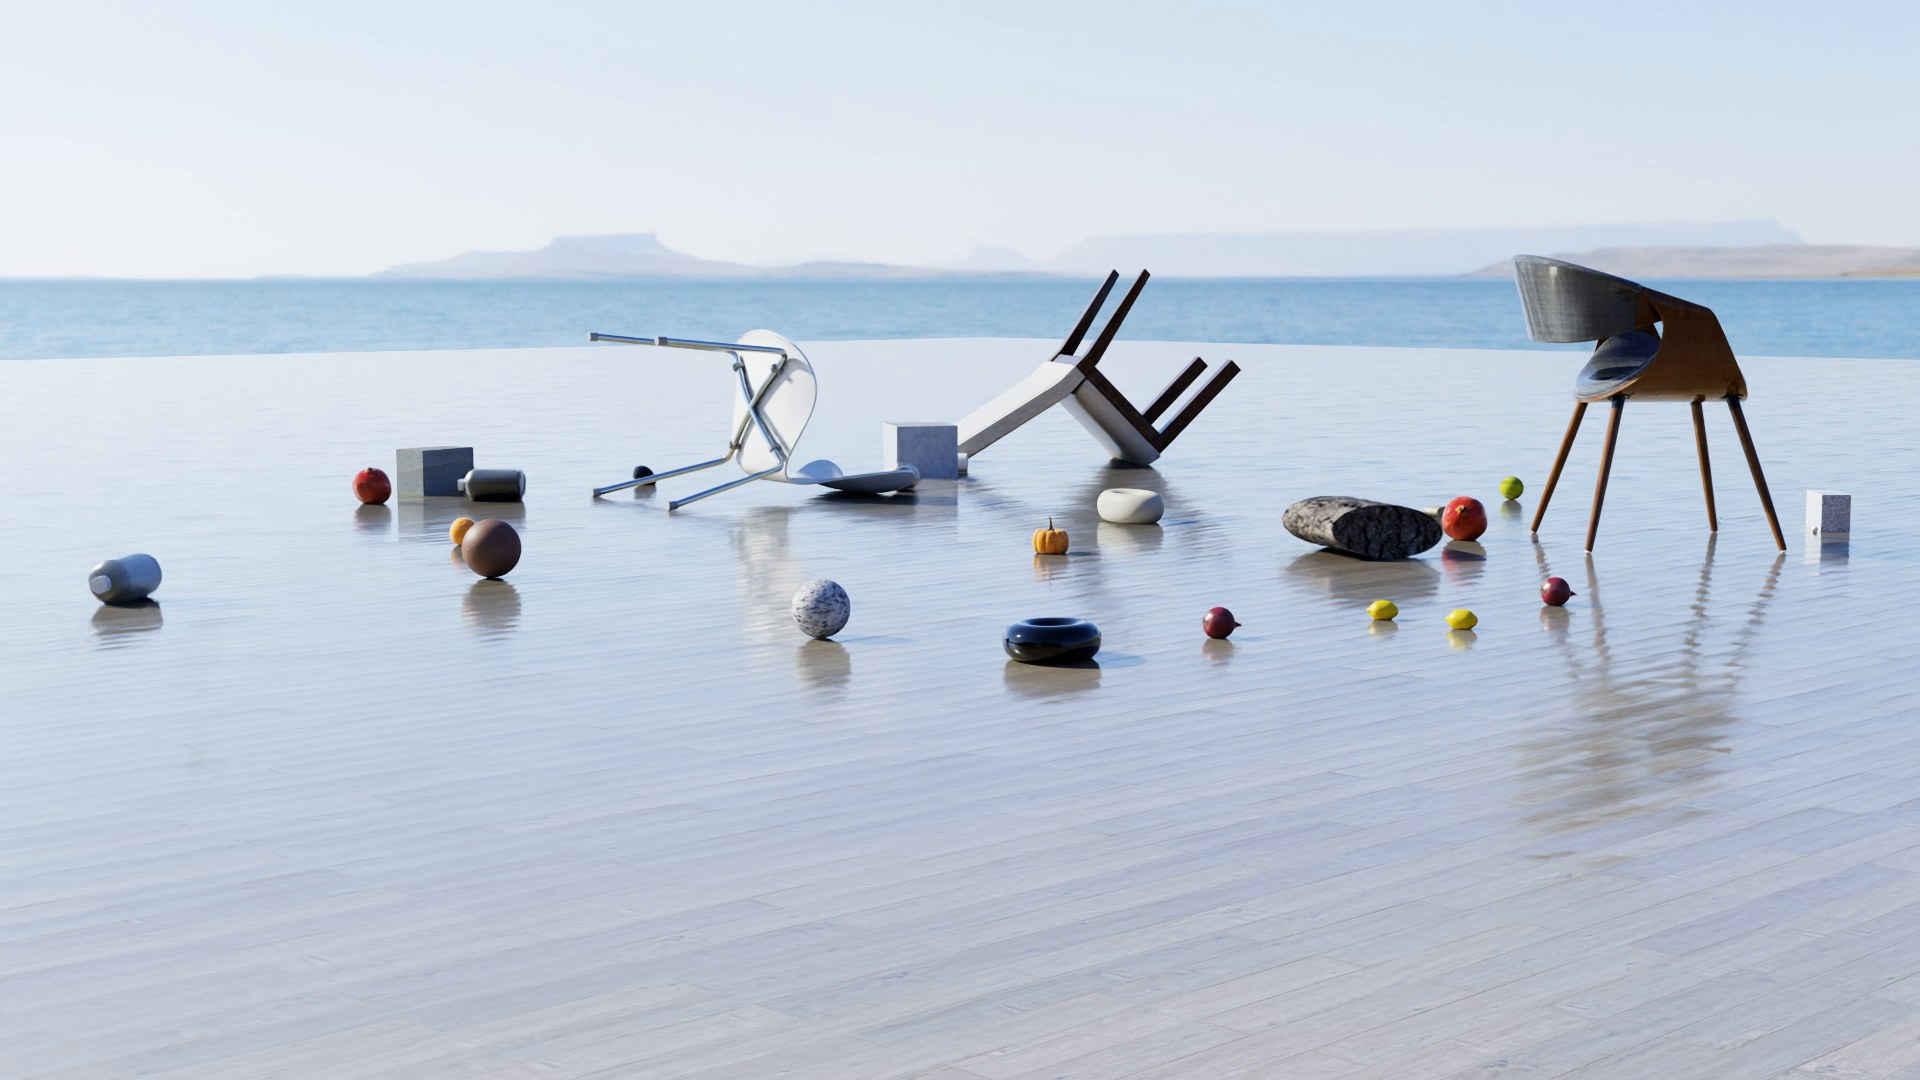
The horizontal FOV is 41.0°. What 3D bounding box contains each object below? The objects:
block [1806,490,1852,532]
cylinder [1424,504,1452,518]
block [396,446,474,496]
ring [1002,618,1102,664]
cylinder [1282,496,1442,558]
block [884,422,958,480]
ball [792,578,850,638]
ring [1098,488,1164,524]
[{"bbox_3d":[2.264,-0.077,6.689,0.073,0.096,0.156,0,6,5],"label":"block"},{"bbox_3d":[1.311,-0.080,7.040,0.055,0.030,0.056,-3,7,-30],"label":"cylinder"},{"bbox_3d":[-1.598,-0.212,7.814,0.114,0.135,0.209,4,7,35],"label":"block"},{"bbox_3d":[0.159,0.173,4.429,0.173,0.064,0.208,0,5,12],"label":"ring"},{"bbox_3d":[0.957,-0.033,6.122,0.289,0.124,0.269,2,5,-19],"label":"cylinder"},{"bbox_3d":[-0.131,-0.296,8.456,0.203,0.171,0.227,-1,6,-13],"label":"block"},{"bbox_3d":[-0.253,0.124,4.676,0.108,0.108,0.108,0,6,0],"label":"ball"},{"bbox_3d":[0.459,-0.090,6.901,0.154,0.081,0.232,-4,8,-28],"label":"ring"}]
